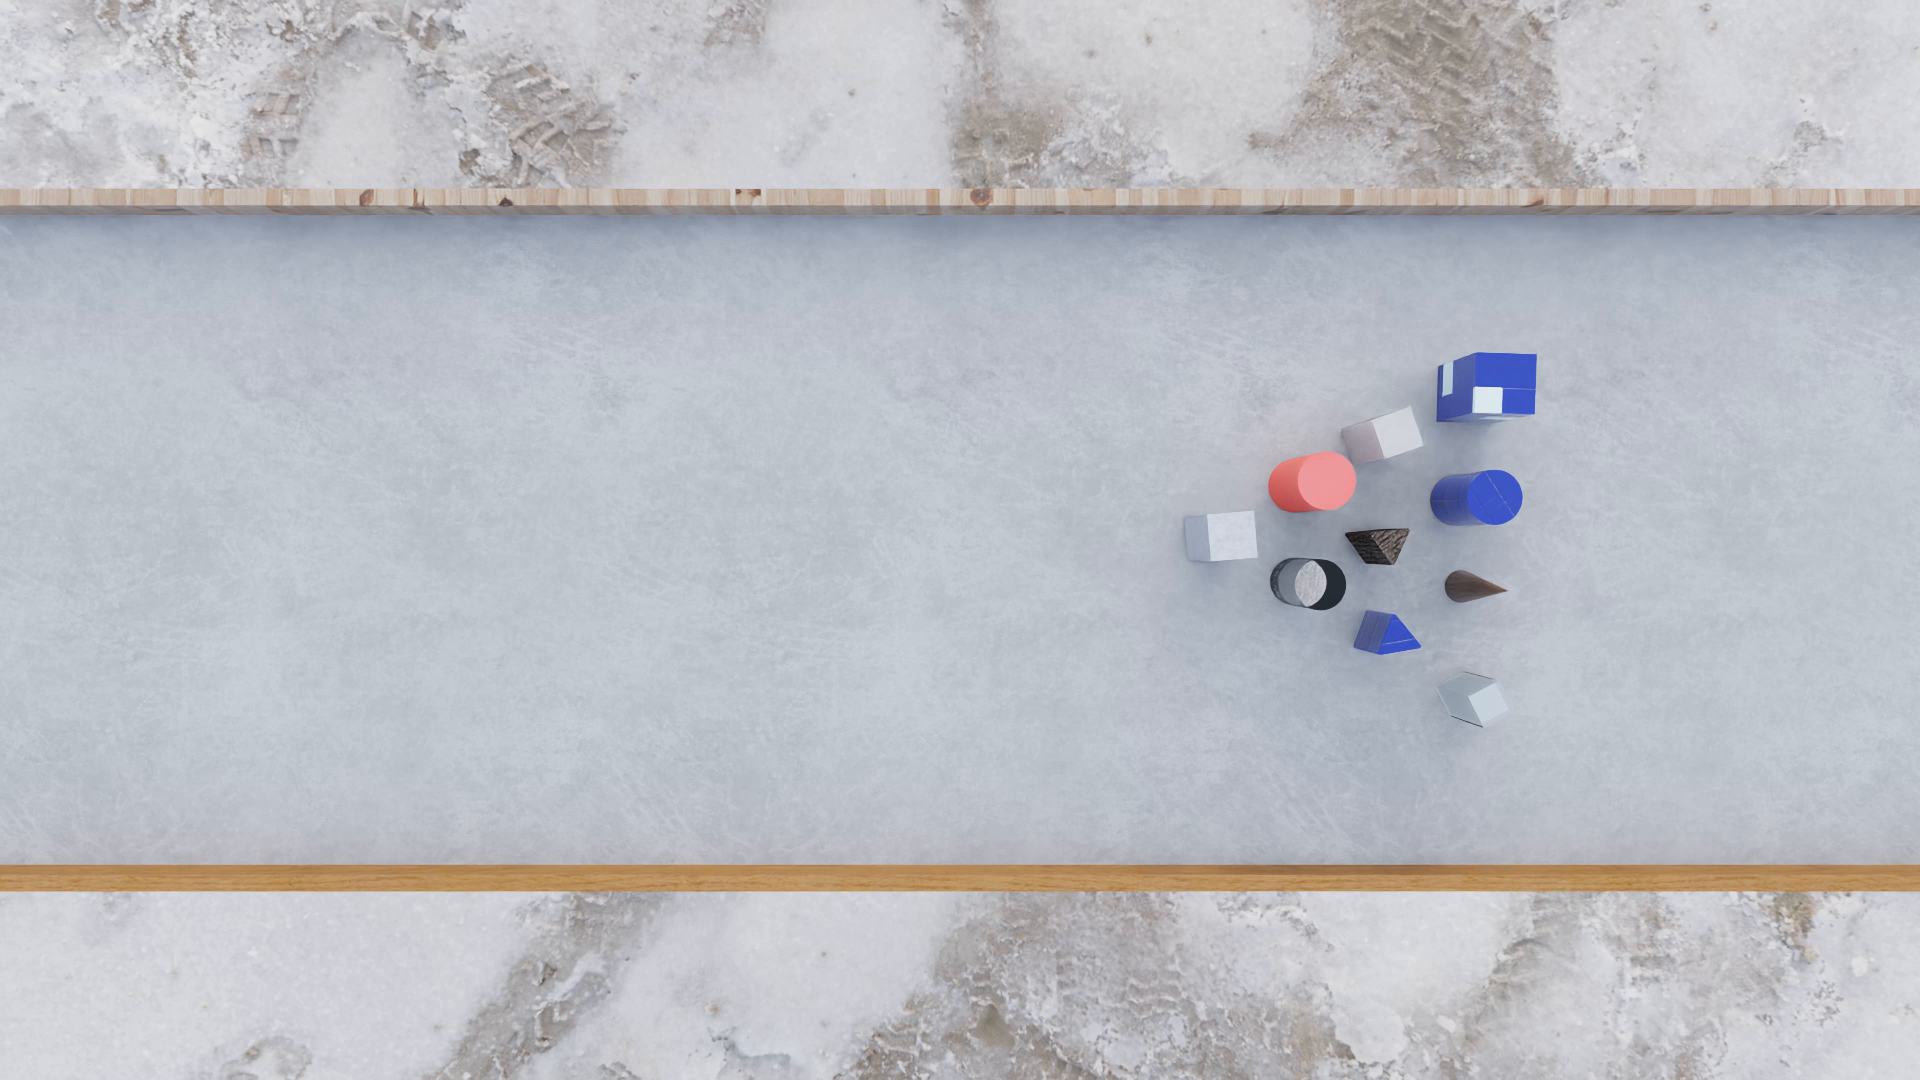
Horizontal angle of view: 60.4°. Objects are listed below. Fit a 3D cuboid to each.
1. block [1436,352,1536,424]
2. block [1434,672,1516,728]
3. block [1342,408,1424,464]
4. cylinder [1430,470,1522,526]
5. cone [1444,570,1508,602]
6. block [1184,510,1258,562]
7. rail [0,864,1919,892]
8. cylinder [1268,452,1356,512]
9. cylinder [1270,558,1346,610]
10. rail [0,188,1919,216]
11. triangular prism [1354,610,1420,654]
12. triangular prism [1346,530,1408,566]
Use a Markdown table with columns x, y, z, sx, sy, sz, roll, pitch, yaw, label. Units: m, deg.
| x | y | z | sx | sy | sz | roll | pitch | yaw | label |
| --- | --- | --- | --- | --- | --- | --- | --- | --- | --- |
| 1.555 | -0.447 | 4.888 | 0.172 | 0.378 | 0.172 | 2 | 90 | 0 | block |
| 1.530 | 0.473 | 4.910 | 0.103 | 0.332 | 0.103 | -27 | 90 | 0 | block |
| 1.247 | -0.306 | 4.888 | 0.116 | 0.377 | 0.116 | -19 | 90 | 0 | block |
| 1.526 | -0.122 | 4.890 | 0.158 | 0.372 | 0.158 | 0 | 90 | 0 | cylinder |
| 1.543 | 0.143 | 4.855 | 0.101 | 0.442 | 0.101 | 0 | 90 | 0 | cone |
| 0.763 | -0.011 | 4.847 | 0.132 | 0.460 | 0.132 | -5 | 90 | 0 | block |
| -2.247 | 1.025 | 5.001 | 12.000 | 0.150 | 0.050 | 0 | 90 | 0 | rail |
| 1.031 | -0.167 | 4.856 | 0.165 | 0.441 | 0.165 | 0 | 90 | 0 | cylinder |
| 1.028 | 0.128 | 4.888 | 0.147 | 0.378 | 0.147 | 0 | 90 | 0 | cylinder |
| -2.247 | -1.025 | 5.002 | 12.000 | 0.150 | 0.050 | 0 | 90 | 0 | rail |
| 1.263 | 0.267 | 4.922 | 0.123 | 0.309 | 0.107 | -10 | 90 | 0 | triangular prism |
| 1.259 | -0.002 | 4.921 | 0.099 | 0.311 | 0.114 | -36 | 90 | 0 | triangular prism |
